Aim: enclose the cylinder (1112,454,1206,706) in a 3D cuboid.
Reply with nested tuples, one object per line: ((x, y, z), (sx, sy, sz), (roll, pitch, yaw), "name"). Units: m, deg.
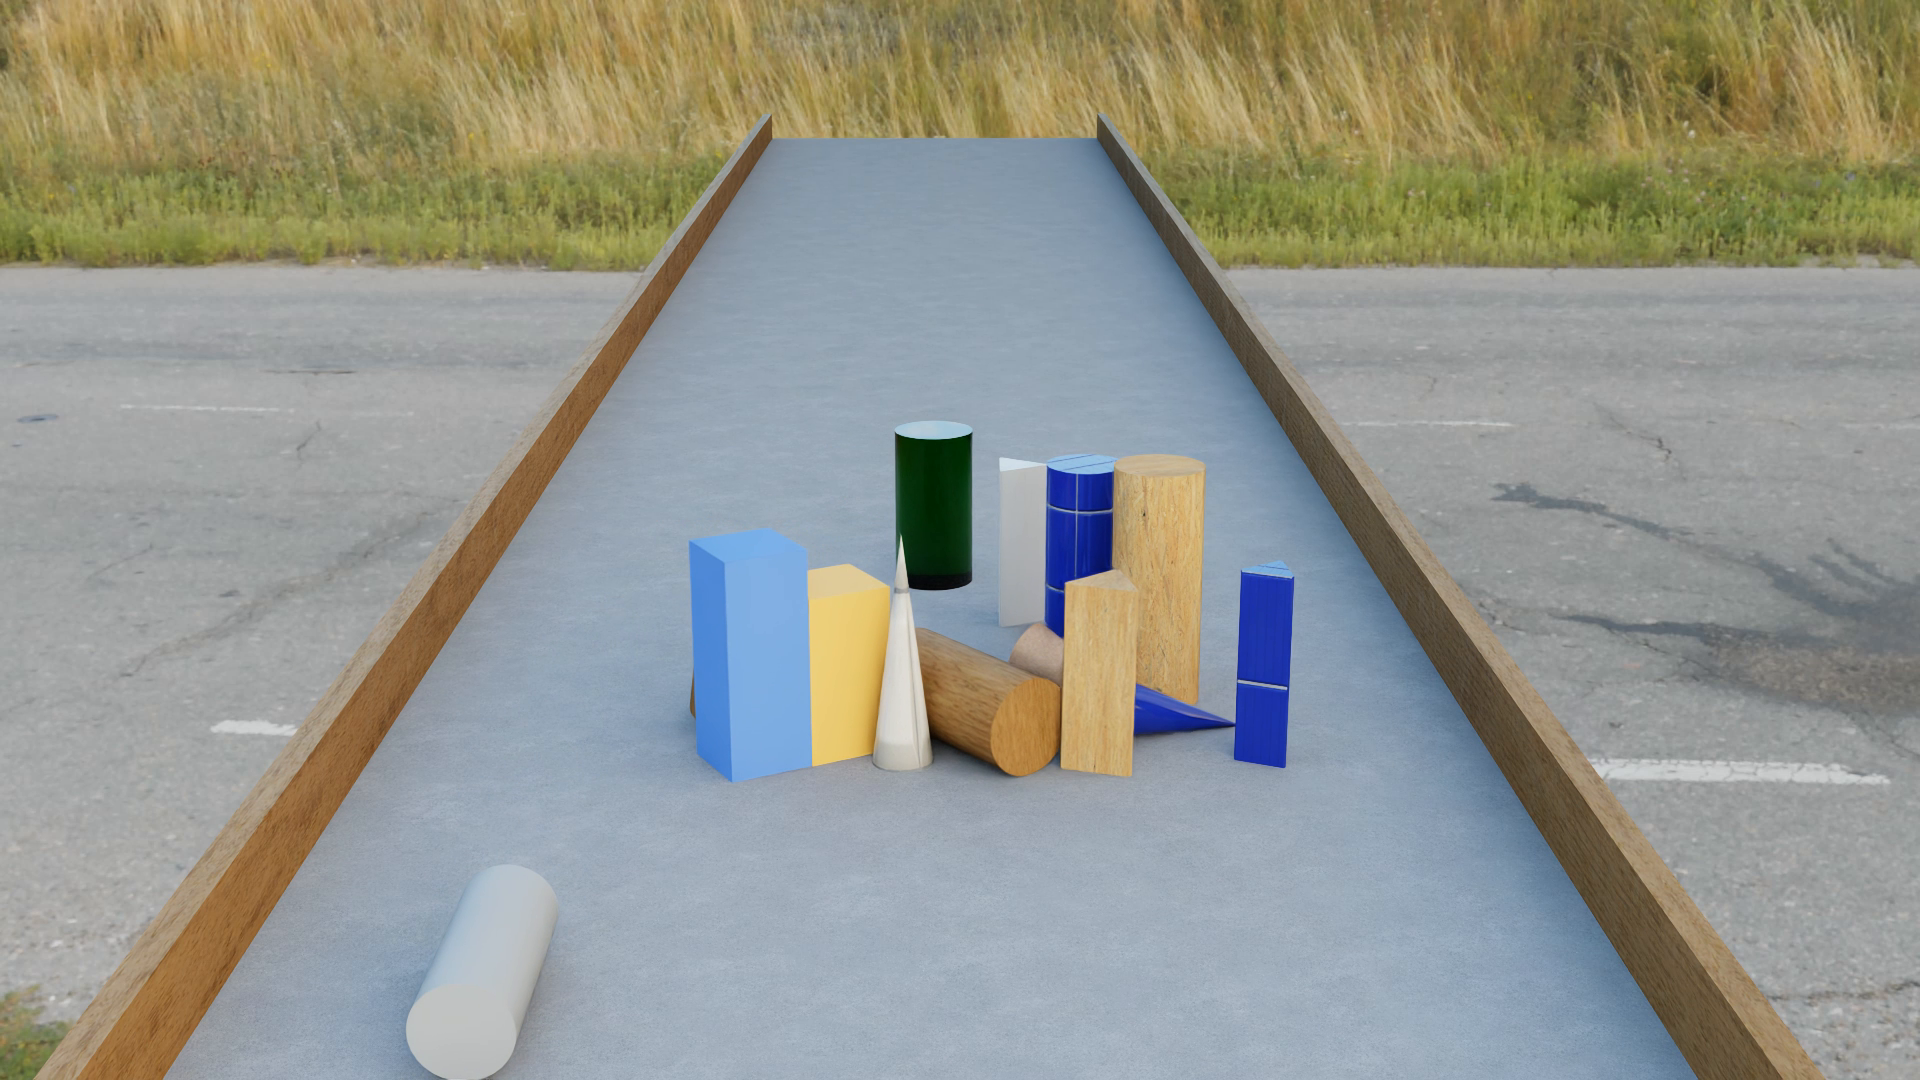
((0.371, 0.081, 4.152), (0.171, 0.458, 0.171), (0, 17, 0), "cylinder")

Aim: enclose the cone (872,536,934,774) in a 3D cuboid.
((-0.101, 0.191, 3.844), (0.109, 0.422, 0.109), (0, 17, 0), "cone")

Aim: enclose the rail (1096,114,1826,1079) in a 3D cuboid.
((0.932, -0.844, 7.801), (0.050, 0.150, 12.000), (0, 17, -1), "rail")

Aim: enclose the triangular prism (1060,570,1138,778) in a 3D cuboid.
((0.257, 0.229, 3.858), (0.129, 0.340, 0.112), (6, 17, 18), "triangular prism")

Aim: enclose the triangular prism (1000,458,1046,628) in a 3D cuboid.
((0.108, 0.002, 4.625), (0.109, 0.340, 0.094), (-9, 19, -28), "triangular prism")

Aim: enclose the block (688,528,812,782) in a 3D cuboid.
((-0.366, 0.200, 3.853), (0.154, 0.400, 0.154), (-9, 19, -28), "block")

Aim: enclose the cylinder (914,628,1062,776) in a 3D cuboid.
((0.014, 0.287, 3.953), (0.177, 0.177, 0.347), (-13, 21, -36), "cylinder")

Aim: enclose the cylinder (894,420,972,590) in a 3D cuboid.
((-0.058, -0.077, 4.885), (0.172, 0.344, 0.172), (0, 17, 0), "cylinder")

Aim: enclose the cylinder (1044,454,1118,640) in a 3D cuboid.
((0.245, 0.046, 4.357), (0.154, 0.407, 0.154), (0, 17, 0), "cylinder")

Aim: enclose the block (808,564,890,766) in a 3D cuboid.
((-0.231, 0.221, 3.941), (0.158, 0.308, 0.158), (-9, 19, -28), "block")

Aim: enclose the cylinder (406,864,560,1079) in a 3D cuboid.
((-0.648, 0.585, 3.010), (0.142, 0.142, 0.357), (0, 17, -1), "cylinder")

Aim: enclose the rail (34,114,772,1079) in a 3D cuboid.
((-1.118, -0.838, 7.780), (0.050, 0.150, 12.000), (0, 17, -1), "rail")

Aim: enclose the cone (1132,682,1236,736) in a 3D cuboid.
((0.362, 0.317, 4.032), (0.333, 0.150, 0.150), (9, 14, -14), "cone")

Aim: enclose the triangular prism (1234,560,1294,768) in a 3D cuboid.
((0.547, 0.216, 3.880), (0.094, 0.353, 0.081), (8, 18, 24), "triangular prism")

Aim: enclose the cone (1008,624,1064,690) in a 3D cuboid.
((0.260, 0.283, 4.157), (0.327, 0.137, 0.137), (25, 27, 30), "cone")

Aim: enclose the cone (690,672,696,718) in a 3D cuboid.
((-0.449, 0.158, 3.982), (0.107, 0.397, 0.107), (1, 41, -1), "cone")
